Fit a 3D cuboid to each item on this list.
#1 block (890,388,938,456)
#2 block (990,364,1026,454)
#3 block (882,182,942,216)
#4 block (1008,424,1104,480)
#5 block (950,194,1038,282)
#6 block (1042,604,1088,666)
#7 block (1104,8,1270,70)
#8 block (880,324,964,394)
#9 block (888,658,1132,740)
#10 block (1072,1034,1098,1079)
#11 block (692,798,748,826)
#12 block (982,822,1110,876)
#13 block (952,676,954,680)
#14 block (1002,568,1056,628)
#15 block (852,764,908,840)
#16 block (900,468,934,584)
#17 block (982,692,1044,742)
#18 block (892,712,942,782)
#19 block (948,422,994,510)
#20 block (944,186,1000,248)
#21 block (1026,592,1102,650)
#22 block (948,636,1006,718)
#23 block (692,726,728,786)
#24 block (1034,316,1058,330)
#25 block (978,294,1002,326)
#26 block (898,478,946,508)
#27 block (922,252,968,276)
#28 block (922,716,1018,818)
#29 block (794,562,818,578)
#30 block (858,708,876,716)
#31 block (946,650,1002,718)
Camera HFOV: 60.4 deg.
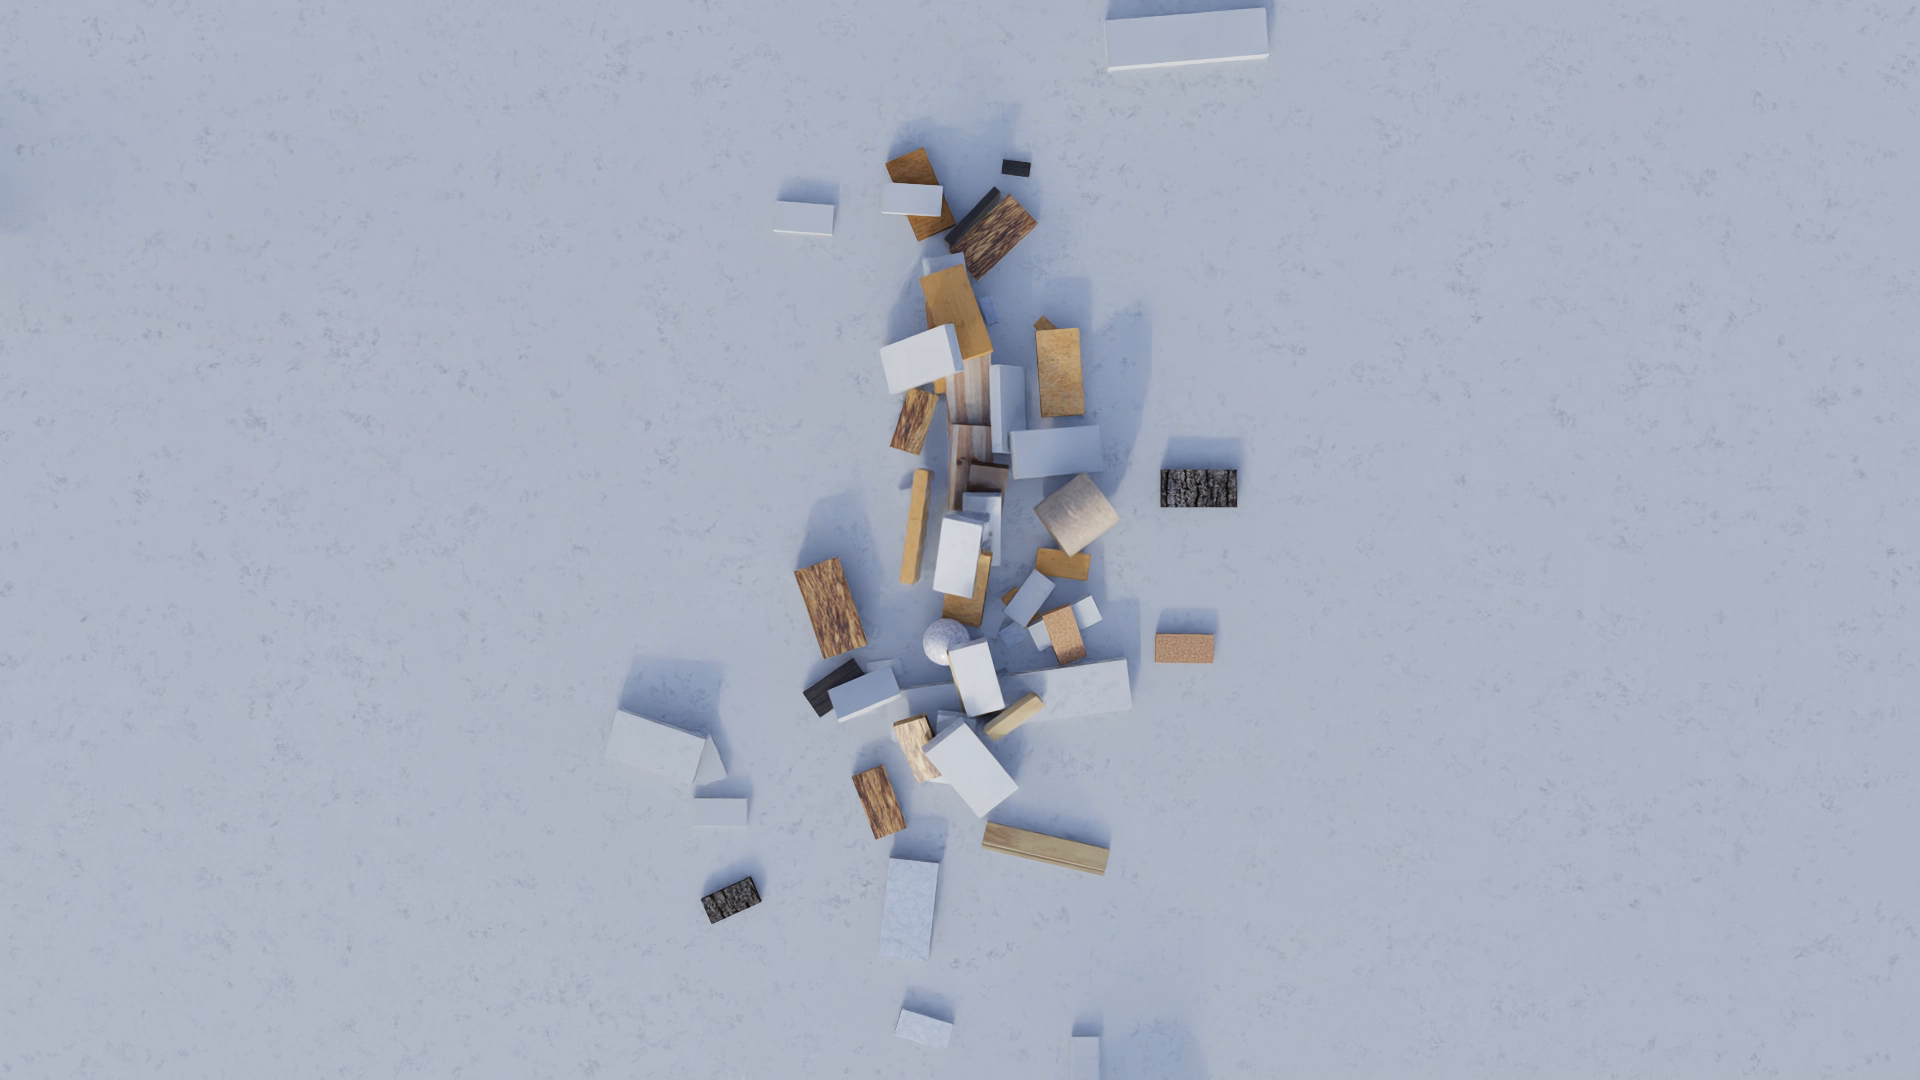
[{"bbox_3d":[-0.152,-0.395,5.486,0.102,0.029,0.209,18,90,0],"label":"block"},{"bbox_3d":[0.159,-0.429,5.430,0.041,0.143,0.286,-2,90,36],"label":"block"},{"bbox_3d":[-0.157,-1.124,5.447,0.194,0.028,0.097,4,90,0],"label":"block"},{"bbox_3d":[0.317,-0.290,5.427,0.306,0.043,0.153,-6,90,-20],"label":"block"},{"bbox_3d":[0.111,-1.004,5.480,0.275,0.039,0.138,-44,90,0],"label":"block"},{"bbox_3d":[0.345,0.313,5.451,0.096,0.027,0.192,-21,110,-4],"label":"block"},{"bbox_3d":[0.751,-1.663,5.478,0.532,0.044,0.155,-5,90,0],"label":"block"},{"bbox_3d":[-0.126,-0.589,5.377,0.310,0.044,0.155,-14,90,44],"label":"block"},{"bbox_3d":[0.162,0.527,5.468,0.802,0.047,0.164,-8,96,0],"label":"block"},{"bbox_3d":[0.416,1.740,5.487,0.090,0.025,0.179,0,90,0],"label":"block"},{"bbox_3d":[-0.798,0.904,5.487,0.179,0.025,0.090,1,90,0],"label":"block"},{"bbox_3d":[0.284,1.026,5.487,0.417,0.025,0.090,13,90,0],"label":"block"},{"bbox_3d":[-0.002,0.457,5.493,0.046,0.013,0.092,7,90,0],"label":"block"},{"bbox_3d":[0.229,0.193,5.452,0.089,0.025,0.177,37,83,-2],"label":"block"},{"bbox_3d":[-0.268,0.871,5.484,0.111,0.031,0.222,-21,90,0],"label":"block"},{"bbox_3d":[-0.140,-0.046,5.407,0.043,0.153,0.371,8,95,6],"label":"block"},{"bbox_3d":[0.176,0.580,5.409,0.203,0.089,0.025,-36,53,3],"label":"block"},{"bbox_3d":[-0.127,0.682,5.402,0.111,0.031,0.222,-18,111,10],"label":"block"},{"bbox_3d":[0.037,-0.239,5.451,0.143,0.041,0.286,3,102,0],"label":"block"},{"bbox_3d":[0.040,-1.064,5.451,0.028,0.097,0.240,44,90,0],"label":"block"},{"bbox_3d":[0.346,0.272,5.467,0.235,0.027,0.096,-27,110,-2],"label":"block"},{"bbox_3d":[0.054,0.445,5.335,0.126,0.036,0.253,-15,114,1],"label":"block"},{"bbox_3d":[-0.848,0.716,5.487,0.090,0.025,0.179,-22,90,0],"label":"block"},{"bbox_3d":[0.294,-0.700,5.493,0.094,0.013,0.047,42,90,0],"label":"block"},{"bbox_3d":[0.100,-0.766,5.493,0.047,0.013,0.094,-19,90,0],"label":"block"},{"bbox_3d":[-0.126,-0.156,5.492,0.145,0.017,0.060,-16,90,0],"label":"block"},{"bbox_3d":[-0.034,-0.803,5.457,0.138,0.039,0.275,-10,100,0],"label":"block"},{"bbox_3d":[0.035,0.747,5.404,0.164,0.047,0.329,-38,117,0],"label":"block"},{"bbox_3d":[-0.463,0.184,5.486,0.102,0.029,0.203,-26,90,0],"label":"block"},{"bbox_3d":[-0.342,0.555,5.476,0.120,0.017,0.060,-10,106,-8],"label":"block"},{"bbox_3d":[0.047,0.460,5.380,0.126,0.036,0.253,-14,114,1],"label":"block"}]
